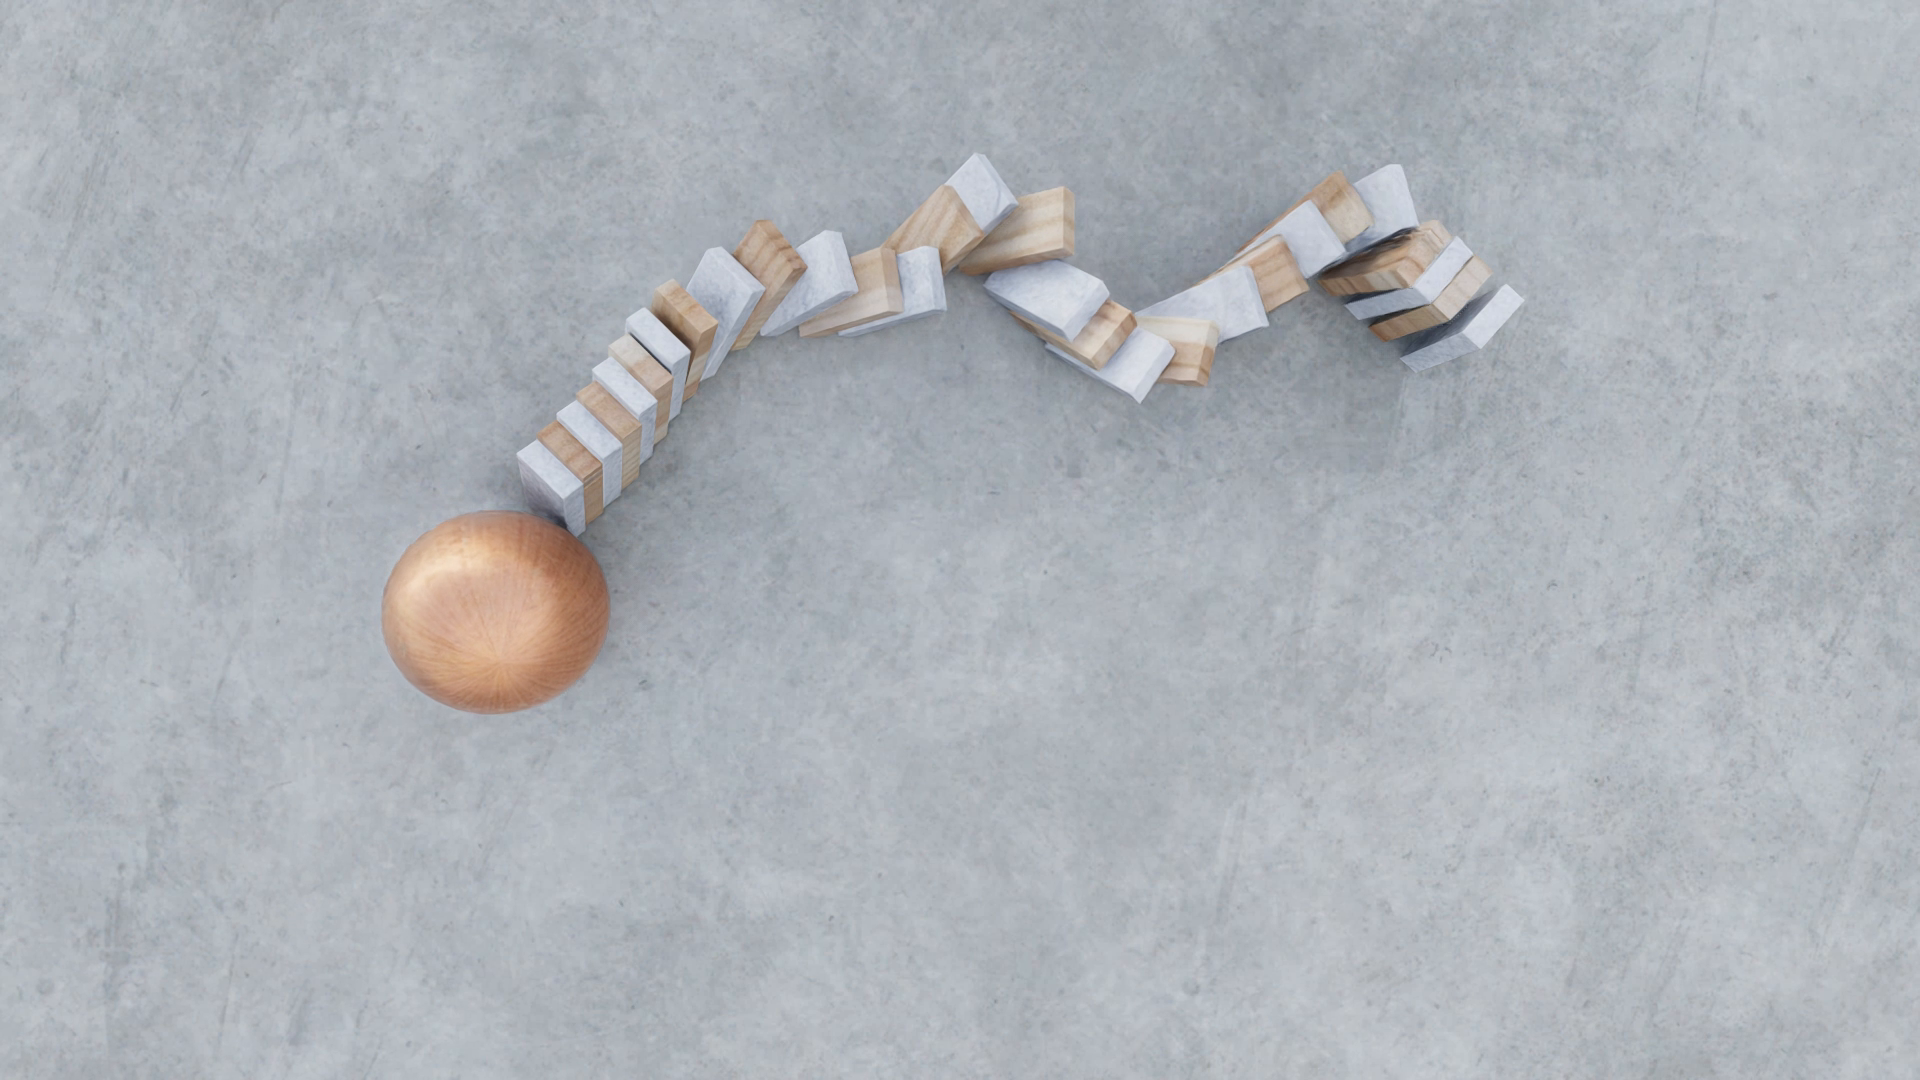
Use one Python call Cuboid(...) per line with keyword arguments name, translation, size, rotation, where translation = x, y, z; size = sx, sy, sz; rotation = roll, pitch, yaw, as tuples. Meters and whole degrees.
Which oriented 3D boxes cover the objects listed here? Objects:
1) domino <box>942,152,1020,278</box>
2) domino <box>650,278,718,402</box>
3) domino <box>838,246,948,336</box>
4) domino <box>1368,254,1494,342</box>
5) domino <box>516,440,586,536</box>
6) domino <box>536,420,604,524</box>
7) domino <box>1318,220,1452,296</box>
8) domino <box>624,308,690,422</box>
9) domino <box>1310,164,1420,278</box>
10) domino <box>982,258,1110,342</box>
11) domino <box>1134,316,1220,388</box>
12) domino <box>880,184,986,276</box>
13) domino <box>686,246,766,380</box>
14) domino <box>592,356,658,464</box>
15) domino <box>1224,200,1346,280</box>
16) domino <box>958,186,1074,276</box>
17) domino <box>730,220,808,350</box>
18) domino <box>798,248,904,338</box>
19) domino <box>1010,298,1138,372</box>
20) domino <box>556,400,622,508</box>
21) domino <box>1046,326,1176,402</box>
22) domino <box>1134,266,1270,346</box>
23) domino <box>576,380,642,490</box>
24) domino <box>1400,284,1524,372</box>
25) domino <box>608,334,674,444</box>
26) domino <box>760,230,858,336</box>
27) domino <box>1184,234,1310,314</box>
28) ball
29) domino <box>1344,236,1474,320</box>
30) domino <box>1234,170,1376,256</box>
Cuboid(name="domino", translation=(-0.002, -0.133, 0.382), size=(0.050, 0.010, 0.025), rotation=(-36, 86, 32))
Cuboid(name="domino", translation=(-0.117, -0.081, 0.377), size=(0.025, 0.050, 0.009), rotation=(44, 53, 0))
Cuboid(name="domino", translation=(-0.030, -0.103, 0.382), size=(0.050, 0.009, 0.025), rotation=(-6, 94, 33))
Cuboid(name="domino", translation=(0.191, -0.098, 0.375), size=(0.010, 0.050, 0.025), rotation=(42, 90, -4))
Cuboid(name="domino", translation=(-0.167, -0.019, 0.376), size=(0.025, 0.050, 0.010), rotation=(44, 61, 0))
Cuboid(name="domino", translation=(-0.159, -0.027, 0.376), size=(0.025, 0.050, 0.009), rotation=(44, 61, 0))
Cuboid(name="domino", translation=(0.172, -0.114, 0.375), size=(0.010, 0.050, 0.025), rotation=(40, 89, -17))
Cuboid(name="domino", translation=(-0.125, -0.070, 0.376), size=(0.025, 0.050, 0.010), rotation=(44, 60, 0))
Cuboid(name="domino", translation=(0.159, -0.130, 0.376), size=(0.010, 0.050, 0.025), rotation=(-16, 89, -33))
Cuboid(name="domino", translation=(0.035, -0.104, 0.381), size=(0.025, 0.009, 0.050), rotation=(-51, 54, 0))
Cuboid(name="domino", translation=(0.080, -0.079, 0.380), size=(0.050, 0.010, 0.025), rotation=(15, 92, 40))
Cuboid(name="domino", translation=(-0.016, -0.120, 0.382), size=(0.050, 0.010, 0.025), rotation=(-34, 87, 33))
Cuboid(name="domino", translation=(-0.104, -0.094, 0.382), size=(0.025, 0.009, 0.050), rotation=(43, 123, 1))
Cuboid(name="domino", translation=(-0.138, -0.051, 0.376), size=(0.025, 0.050, 0.009), rotation=(44, 61, 0))
Cuboid(name="domino", translation=(0.130, -0.113, 0.379), size=(0.010, 0.050, 0.025), rotation=(-35, 90, -44))
Cuboid(name="domino", translation=(0.023, -0.128, 0.382), size=(0.050, 0.009, 0.025), rotation=(-1, 87, 34))
Cuboid(name="domino", translation=(-0.087, -0.105, 0.382), size=(0.050, 0.010, 0.025), rotation=(-40, 87, 34))
Cuboid(name="domino", translation=(-0.047, -0.102, 0.381), size=(0.050, 0.009, 0.025), rotation=(-6, 94, 36))
Cuboid(name="domino", translation=(0.047, -0.092, 0.381), size=(0.025, 0.009, 0.050), rotation=(-50, 54, 1))
Cuboid(name="domino", translation=(-0.151, -0.034, 0.376), size=(0.025, 0.050, 0.009), rotation=(44, 61, 0))
Cuboid(name="domino", translation=(0.062, -0.079, 0.380), size=(0.050, 0.009, 0.025), rotation=(39, 97, 36))
Cuboid(name="domino", translation=(0.099, -0.091, 0.381), size=(0.050, 0.009, 0.025), rotation=(-17, 90, 39))
Cuboid(name="domino", translation=(-0.144, -0.042, 0.376), size=(0.025, 0.050, 0.009), rotation=(44, 61, 0))
Cuboid(name="domino", translation=(0.204, -0.085, 0.375), size=(0.010, 0.050, 0.025), rotation=(42, 90, 0))
Cuboid(name="domino", translation=(-0.132, -0.060, 0.376), size=(0.025, 0.050, 0.010), rotation=(44, 61, 0))
Cuboid(name="domino", translation=(-0.067, -0.106, 0.381), size=(0.050, 0.010, 0.025), rotation=(-16, 90, 36))
Cuboid(name="domino", translation=(0.115, -0.102, 0.380), size=(0.050, 0.010, 0.025), rotation=(-26, 90, 41))
Cuboid(name="ball", translation=(-0.181, 0.028, 0.360), size=(0.080, 0.080, 0.080), rotation=(0, 90, 0))
Cuboid(name="domino", translation=(0.182, -0.106, 0.375), size=(0.010, 0.050, 0.025), rotation=(40, 90, -10))
Cuboid(name="domino", translation=(0.141, -0.125, 0.378), size=(0.010, 0.050, 0.025), rotation=(-35, 90, -40))
